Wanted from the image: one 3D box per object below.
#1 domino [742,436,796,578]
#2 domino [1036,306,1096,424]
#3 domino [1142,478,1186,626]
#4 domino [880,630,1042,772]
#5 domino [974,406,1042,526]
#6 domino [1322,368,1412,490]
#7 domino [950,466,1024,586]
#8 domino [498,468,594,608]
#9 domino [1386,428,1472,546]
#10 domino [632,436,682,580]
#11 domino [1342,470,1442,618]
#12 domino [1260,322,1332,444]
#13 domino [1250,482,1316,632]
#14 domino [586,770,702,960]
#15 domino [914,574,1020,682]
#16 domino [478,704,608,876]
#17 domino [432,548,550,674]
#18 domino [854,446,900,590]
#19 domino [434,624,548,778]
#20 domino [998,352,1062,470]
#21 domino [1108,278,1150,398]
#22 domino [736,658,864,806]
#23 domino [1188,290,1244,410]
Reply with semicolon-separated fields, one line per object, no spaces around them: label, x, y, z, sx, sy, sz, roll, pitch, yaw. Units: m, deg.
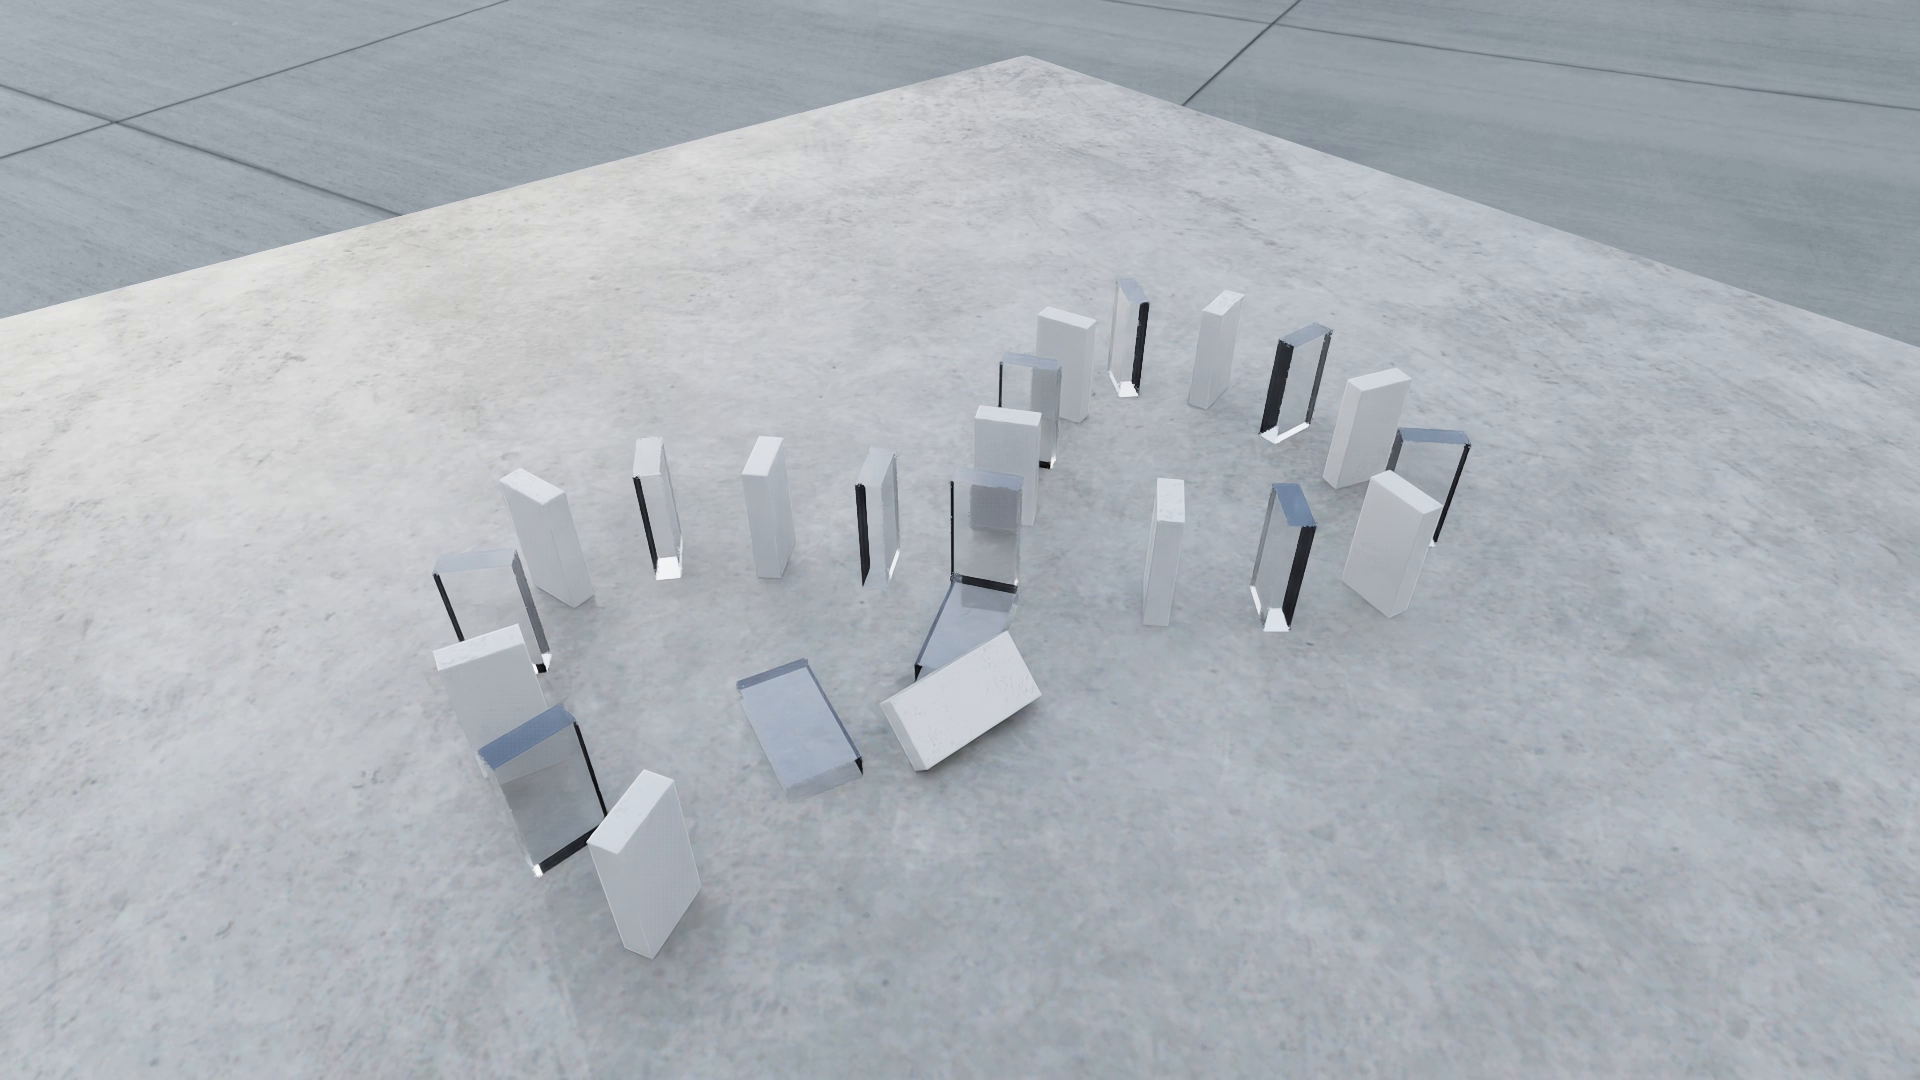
domino;-0.074;-0.012;0.426;0.009;0.050;0.025;4;40;5
domino;0.048;-0.081;0.510;0.025;0.050;0.009;22;44;24
domino;0.075;0.005;0.405;0.009;0.050;0.025;5;40;6
domino;0.001;0.053;0.367;0.050;0.009;0.025;-28;90;-30
domino;0.019;-0.030;0.448;0.025;0.050;0.009;8;40;10
domino;0.173;-0.047;0.469;0.025;0.050;0.010;-14;41;-17
domino;0.010;-0.003;0.415;0.025;0.050;0.010;9;40;11
domino;-0.154;0.000;0.412;0.025;0.050;0.010;24;45;27
domino;0.182;-0.021;0.437;0.025;0.050;0.009;4;39;5
domino;-0.117;-0.012;0.426;0.009;0.050;0.025;-6;40;-7
domino;0.160;0.002;0.409;0.009;0.050;0.025;-20;43;-22
domino;0.152;-0.071;0.498;0.025;0.050;0.009;-26;46;-28
domino;0.118;0.007;0.403;0.010;0.050;0.025;0;39;0
domino;-0.086;0.090;0.302;0.009;0.050;0.025;15;42;17
domino;0.003;0.034;0.402;0.025;0.010;0.050;11;41;13
domino;-0.120;0.074;0.322;0.025;0.050;0.009;-32;49;-33
domino;-0.161;0.026;0.380;0.025;0.050;0.009;-6;40;-7
domino;-0.031;-0.008;0.421;0.010;0.050;0.025;7;40;8
domino;-0.145;0.052;0.348;0.025;0.050;0.010;-19;43;-22
domino;0.030;-0.056;0.480;0.025;0.050;0.009;12;41;14
domino;0.081;-0.097;0.530;0.009;0.050;0.025;-5;40;-6
domino;-0.054;0.063;0.367;0.025;0.010;0.050;-18;43;-21
domino;0.121;-0.090;0.521;0.009;0.050;0.025;24;45;26
